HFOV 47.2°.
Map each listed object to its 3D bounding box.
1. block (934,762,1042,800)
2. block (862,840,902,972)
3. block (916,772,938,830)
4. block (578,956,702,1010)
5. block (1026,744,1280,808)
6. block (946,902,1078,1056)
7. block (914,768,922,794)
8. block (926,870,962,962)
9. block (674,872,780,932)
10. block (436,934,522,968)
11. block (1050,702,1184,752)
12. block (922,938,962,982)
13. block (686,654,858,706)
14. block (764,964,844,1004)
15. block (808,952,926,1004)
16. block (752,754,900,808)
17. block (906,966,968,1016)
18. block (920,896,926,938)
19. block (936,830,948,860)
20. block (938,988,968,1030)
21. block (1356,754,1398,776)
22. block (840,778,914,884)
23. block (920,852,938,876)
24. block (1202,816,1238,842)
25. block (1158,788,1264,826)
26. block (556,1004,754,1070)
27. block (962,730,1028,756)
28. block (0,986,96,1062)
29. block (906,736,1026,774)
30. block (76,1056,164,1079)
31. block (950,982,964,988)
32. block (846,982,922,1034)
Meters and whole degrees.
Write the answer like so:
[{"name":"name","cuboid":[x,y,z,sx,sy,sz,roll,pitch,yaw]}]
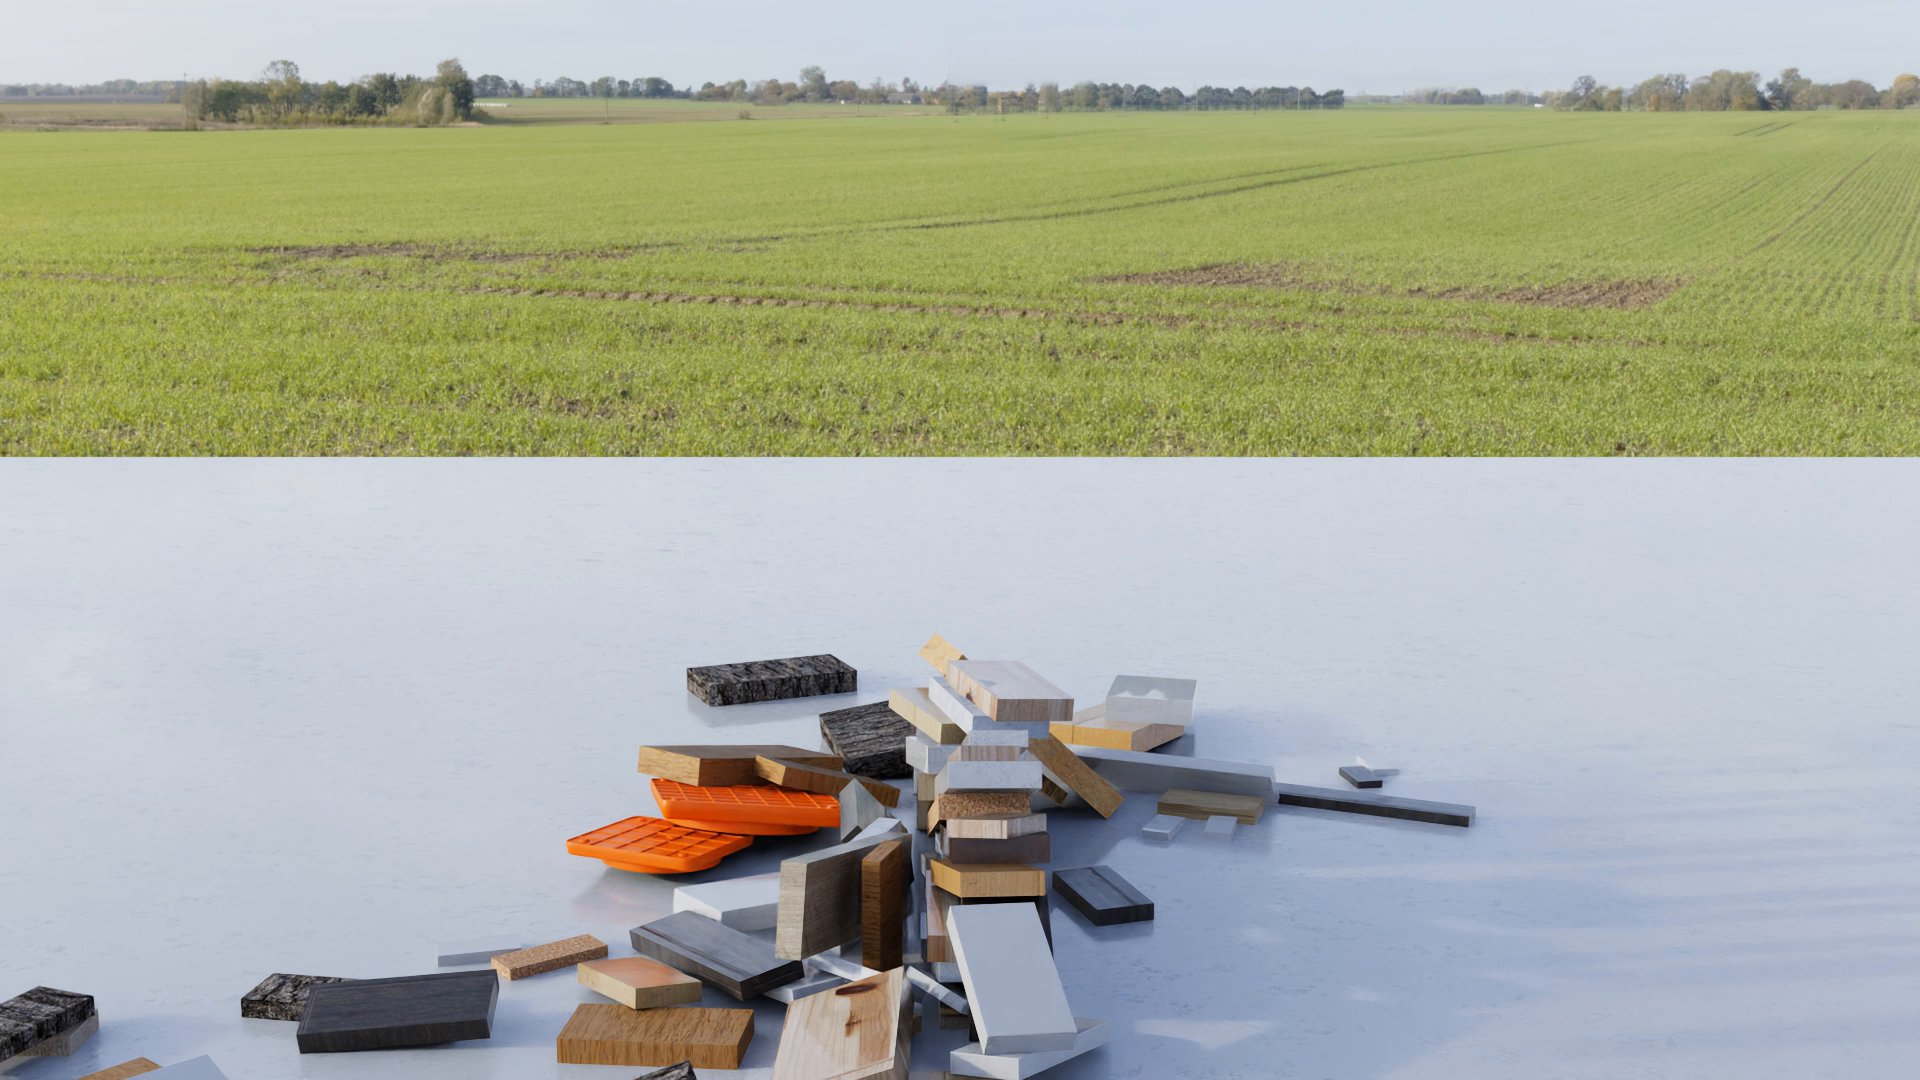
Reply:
[{"name":"block","cuboid":[0.042,0.384,3.471,0.143,0.041,0.286,0,-11,-5]},{"name":"block","cuboid":[-0.116,0.560,3.289,0.028,0.198,0.099,3,11,18]},{"name":"block","cuboid":[0.008,0.459,3.855,0.166,0.047,0.331,0,-16,-2]},{"name":"block","cuboid":[-0.468,0.643,3.198,0.103,0.029,0.205,1,0,-33]},{"name":"block","cuboid":[0.330,0.443,4.218,0.561,0.091,0.026,4,47,22]},{"name":"block","cuboid":[0.066,0.580,2.923,0.120,0.034,0.239,0,34,-14]},{"name":"block","cuboid":[-0.003,0.443,4.061,0.166,0.047,0.331,0,-7,-2]},{"name":"block","cuboid":[0.020,0.546,3.201,0.138,0.039,0.275,1,10,-2]},{"name":"block","cuboid":[-0.307,0.581,3.549,0.275,0.039,0.138,-2,10,-39]},{"name":"block","cuboid":[-0.742,0.633,3.391,0.126,0.018,0.063,-3,11,-16]},{"name":"block","cuboid":[0.322,0.387,4.506,0.179,0.051,0.357,4,4,23]},{"name":"block","cuboid":[0.024,0.612,3.239,0.138,0.039,0.275,0,-4,-6]},{"name":"block","cuboid":[-0.428,0.318,5.001,0.348,0.049,0.174,-5,11,-23]},{"name":"block","cuboid":[-0.242,0.647,3.212,0.082,0.023,0.165,-8,3,-29]},{"name":"block","cuboid":[-0.135,0.631,3.181,0.165,0.023,0.082,7,-16,45]},{"name":"block","cuboid":[-0.248,0.450,4.098,0.247,0.035,0.123,15,-3,-31]},{"name":"block","cuboid":[-0.014,0.645,3.122,0.066,0.019,0.132,29,-6,-40]},{"name":"block","cuboid":[0.008,0.584,3.408,0.138,0.039,0.275,0,-4,-1]},{"name":"block","cuboid":[0.020,0.501,3.540,0.109,0.031,0.219,0,2,-3]},{"name":"block","cuboid":[0.003,0.672,3.178,0.066,0.019,0.132,0,11,-2]},{"name":"block","cuboid":[0.833,0.449,4.386,0.053,0.015,0.105,-1,11,-7]},{"name":"block","cuboid":[-0.145,0.507,3.776,0.038,0.135,0.271,-44,10,5]},{"name":"block","cuboid":[-0.007,0.542,3.673,0.109,0.031,0.219,0,-6,-3]},{"name":"block","cuboid":[0.472,0.523,3.990,0.051,0.014,0.102,3,11,14]},{"name":"block","cuboid":[0.468,0.497,4.100,0.183,0.026,0.091,4,11,19]},{"name":"block","cuboid":[-0.420,0.687,3.048,0.249,0.035,0.125,1,11,5]},{"name":"block","cuboid":[0.054,0.323,3.471,0.091,0.026,0.182,0,-11,-4]},{"name":"block","cuboid":[-1.300,0.668,3.018,0.100,0.028,0.200,4,11,21]},{"name":"block","cuboid":[0.006,0.373,3.834,0.166,0.047,0.331,0,-2,-8]},{"name":"block","cuboid":[-1.125,0.730,2.823,0.115,0.033,0.230,9,14,39]},{"name":"block","cuboid":[0.014,0.641,3.248,0.066,0.019,0.132,0,-4,-10]},{"name":"block","cuboid":[-0.139,0.676,3.141,0.082,0.023,0.165,-9,14,-40]}]
